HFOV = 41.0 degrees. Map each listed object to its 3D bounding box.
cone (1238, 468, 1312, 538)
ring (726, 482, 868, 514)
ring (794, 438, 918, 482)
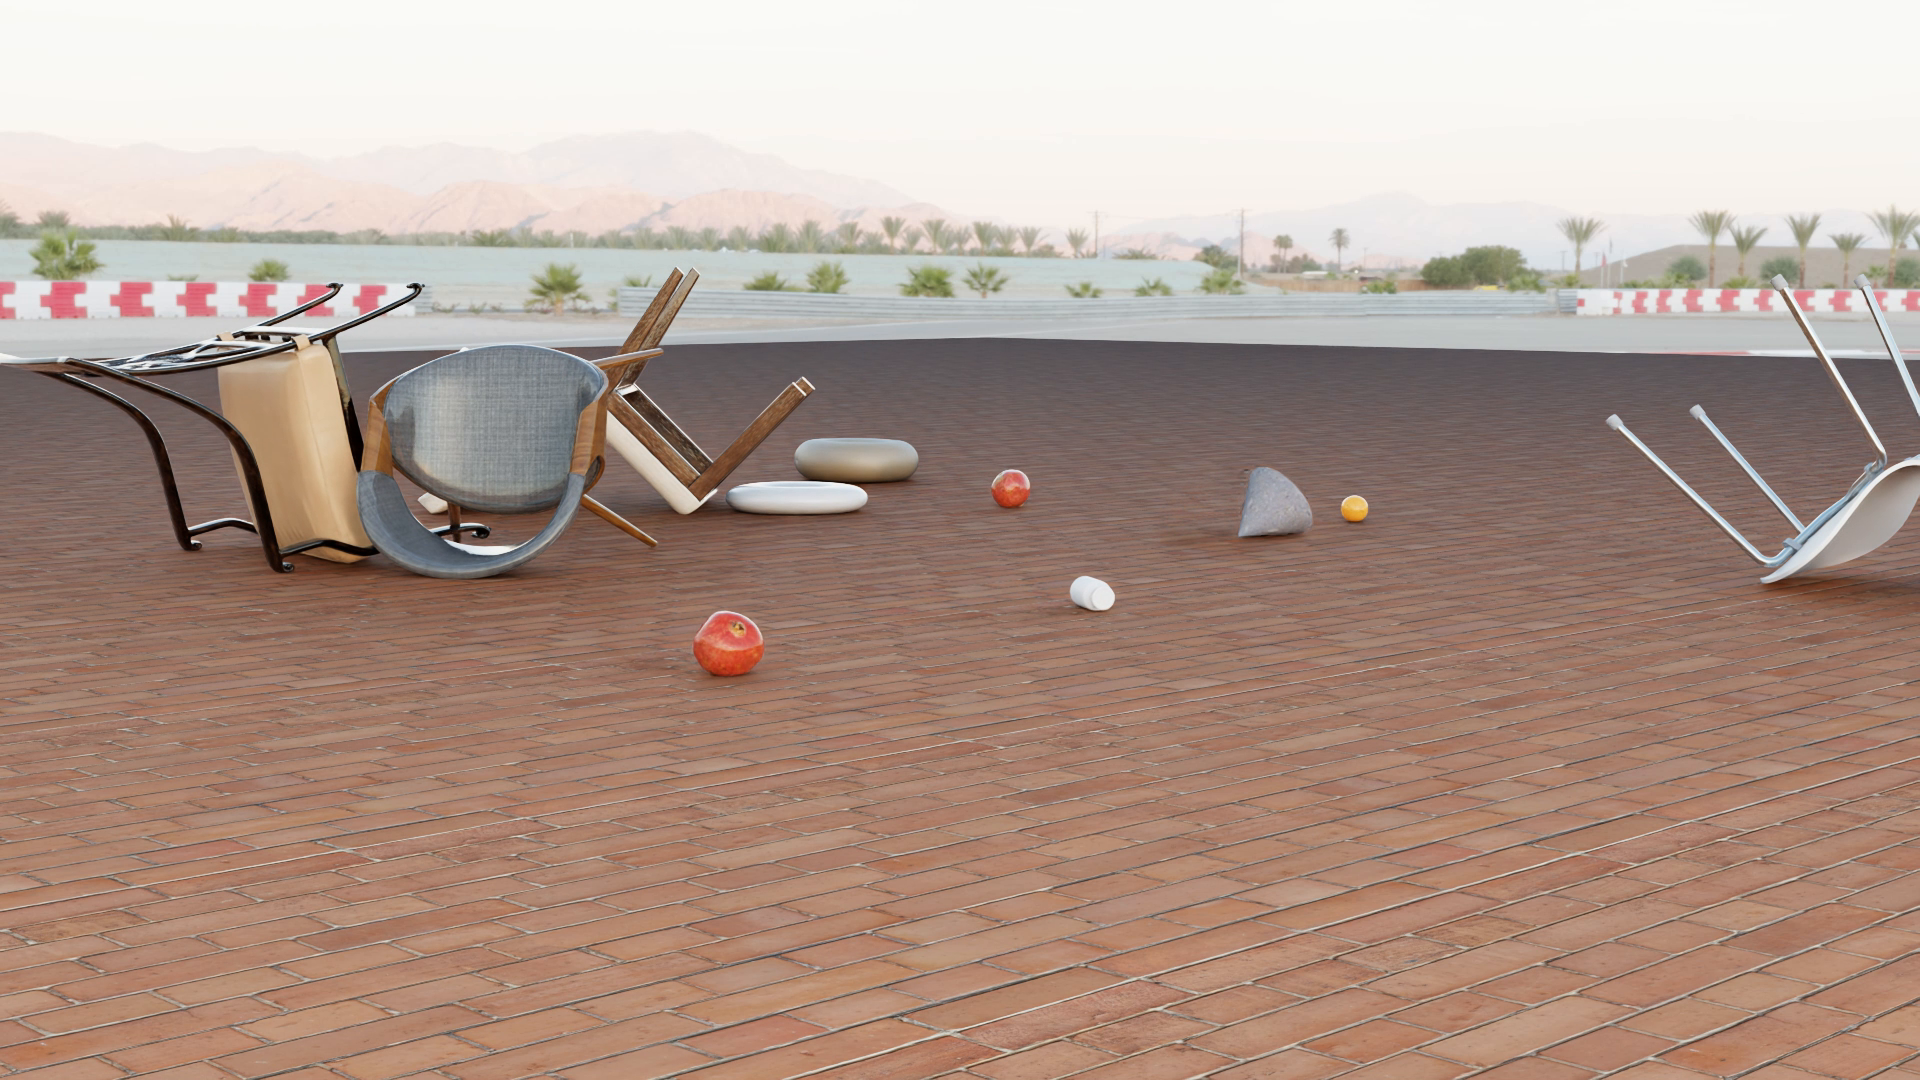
[{"bbox_3d":[0.758,-0.054,6.506,0.166,0.205,0.207,-40,14,-25],"label":"cone"},{"bbox_3d":[-0.459,-0.118,7.195,0.411,0.075,0.354,2,5,23],"label":"ring"},{"bbox_3d":[-0.336,-0.259,8.306,0.402,0.129,0.433,0,5,-14],"label":"ring"}]
